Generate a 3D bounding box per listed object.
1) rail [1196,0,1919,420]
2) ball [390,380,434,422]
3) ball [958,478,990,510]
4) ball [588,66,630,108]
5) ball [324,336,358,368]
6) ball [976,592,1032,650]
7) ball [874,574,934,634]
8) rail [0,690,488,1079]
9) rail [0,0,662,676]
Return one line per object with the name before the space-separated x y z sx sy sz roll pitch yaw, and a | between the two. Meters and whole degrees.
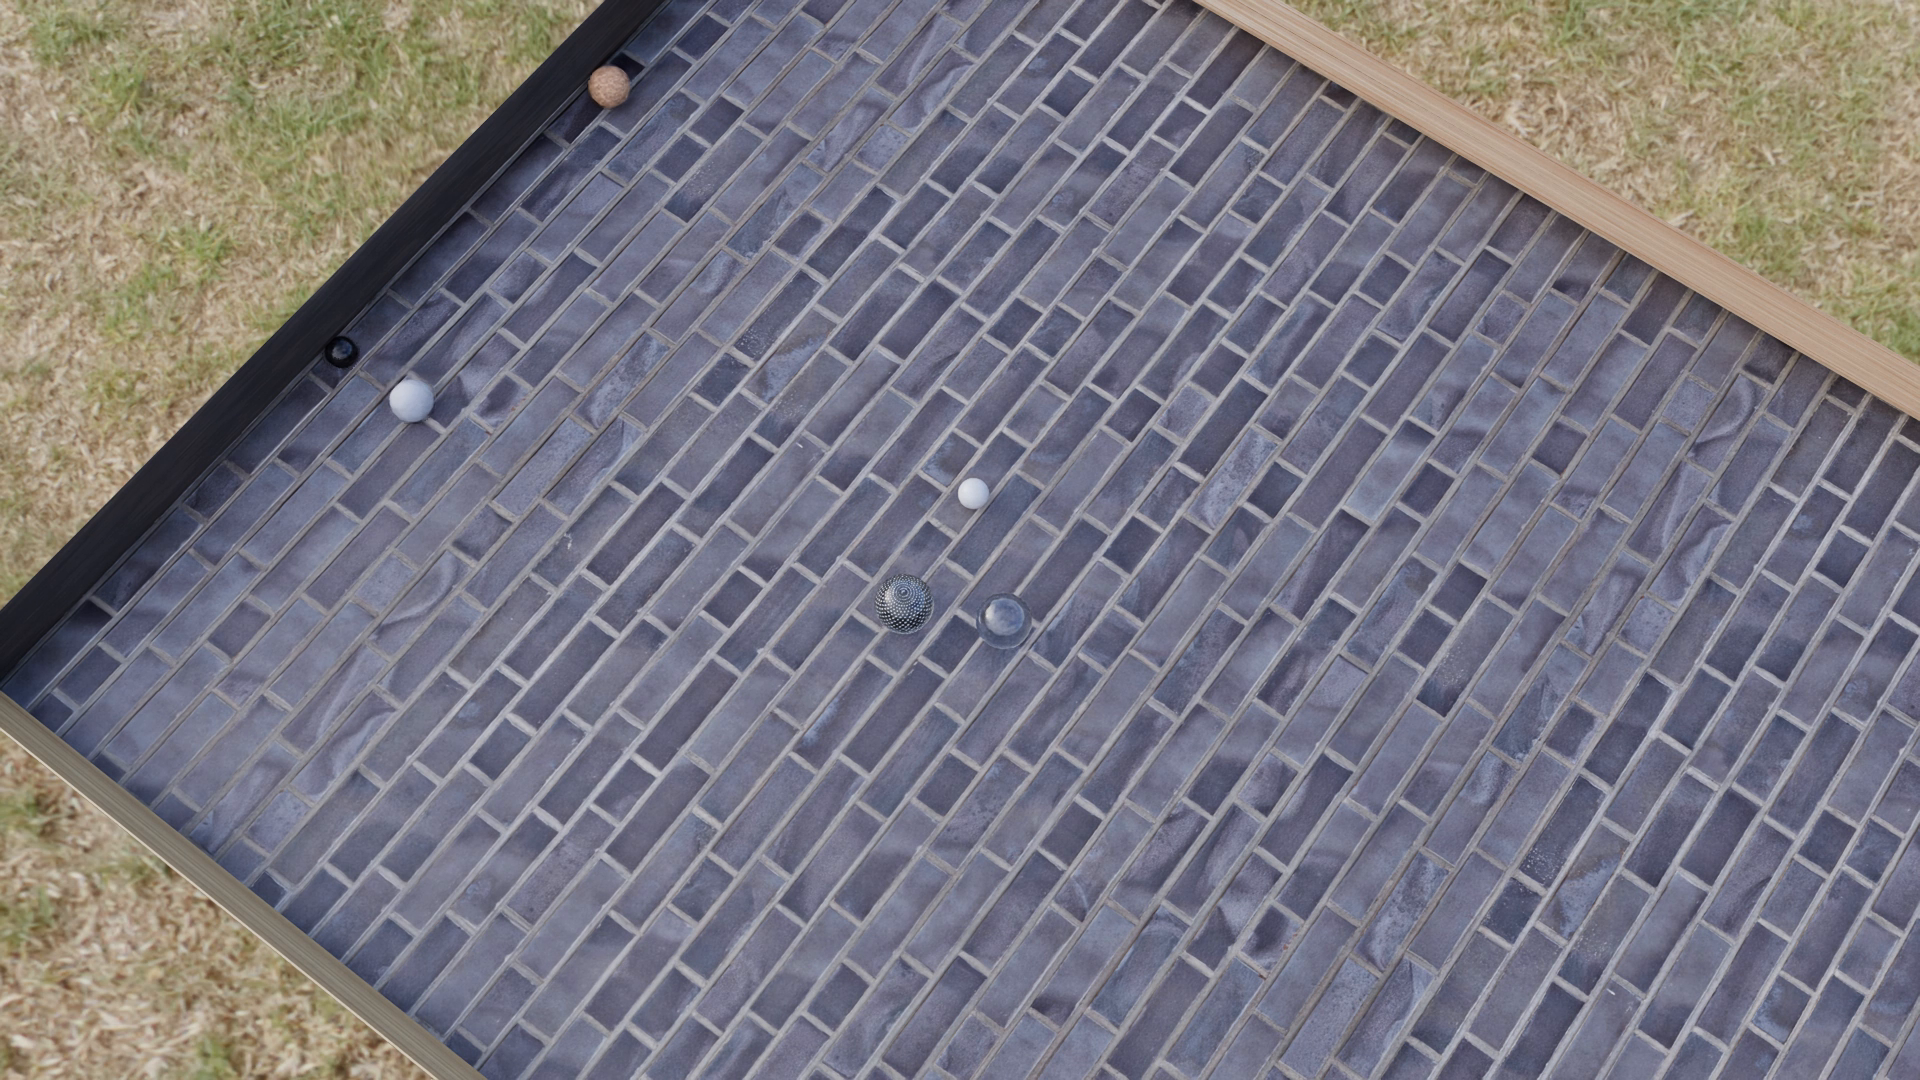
rail | 1.552 -0.238 3.624 4.407 0.124 0.045 34 70 14
ball | -0.910 -0.231 3.651 0.071 0.071 0.071 0 66 0
ball | 0.022 -0.076 3.592 0.051 0.051 0.051 0 66 0
ball | -0.623 -0.806 3.909 0.074 0.074 0.074 0 66 0
ball | -1.041 -0.316 3.698 0.054 0.054 0.054 0 66 0
ball | 0.069 0.128 3.479 0.090 0.090 0.090 0 66 0
ball | -0.088 0.102 3.488 0.095 0.095 0.095 0 66 0
rail | 0.222 1.408 2.882 4.407 0.124 0.045 34 70 14
rail | -0.868 -0.594 3.784 0.045 0.124 2.289 34 70 14
